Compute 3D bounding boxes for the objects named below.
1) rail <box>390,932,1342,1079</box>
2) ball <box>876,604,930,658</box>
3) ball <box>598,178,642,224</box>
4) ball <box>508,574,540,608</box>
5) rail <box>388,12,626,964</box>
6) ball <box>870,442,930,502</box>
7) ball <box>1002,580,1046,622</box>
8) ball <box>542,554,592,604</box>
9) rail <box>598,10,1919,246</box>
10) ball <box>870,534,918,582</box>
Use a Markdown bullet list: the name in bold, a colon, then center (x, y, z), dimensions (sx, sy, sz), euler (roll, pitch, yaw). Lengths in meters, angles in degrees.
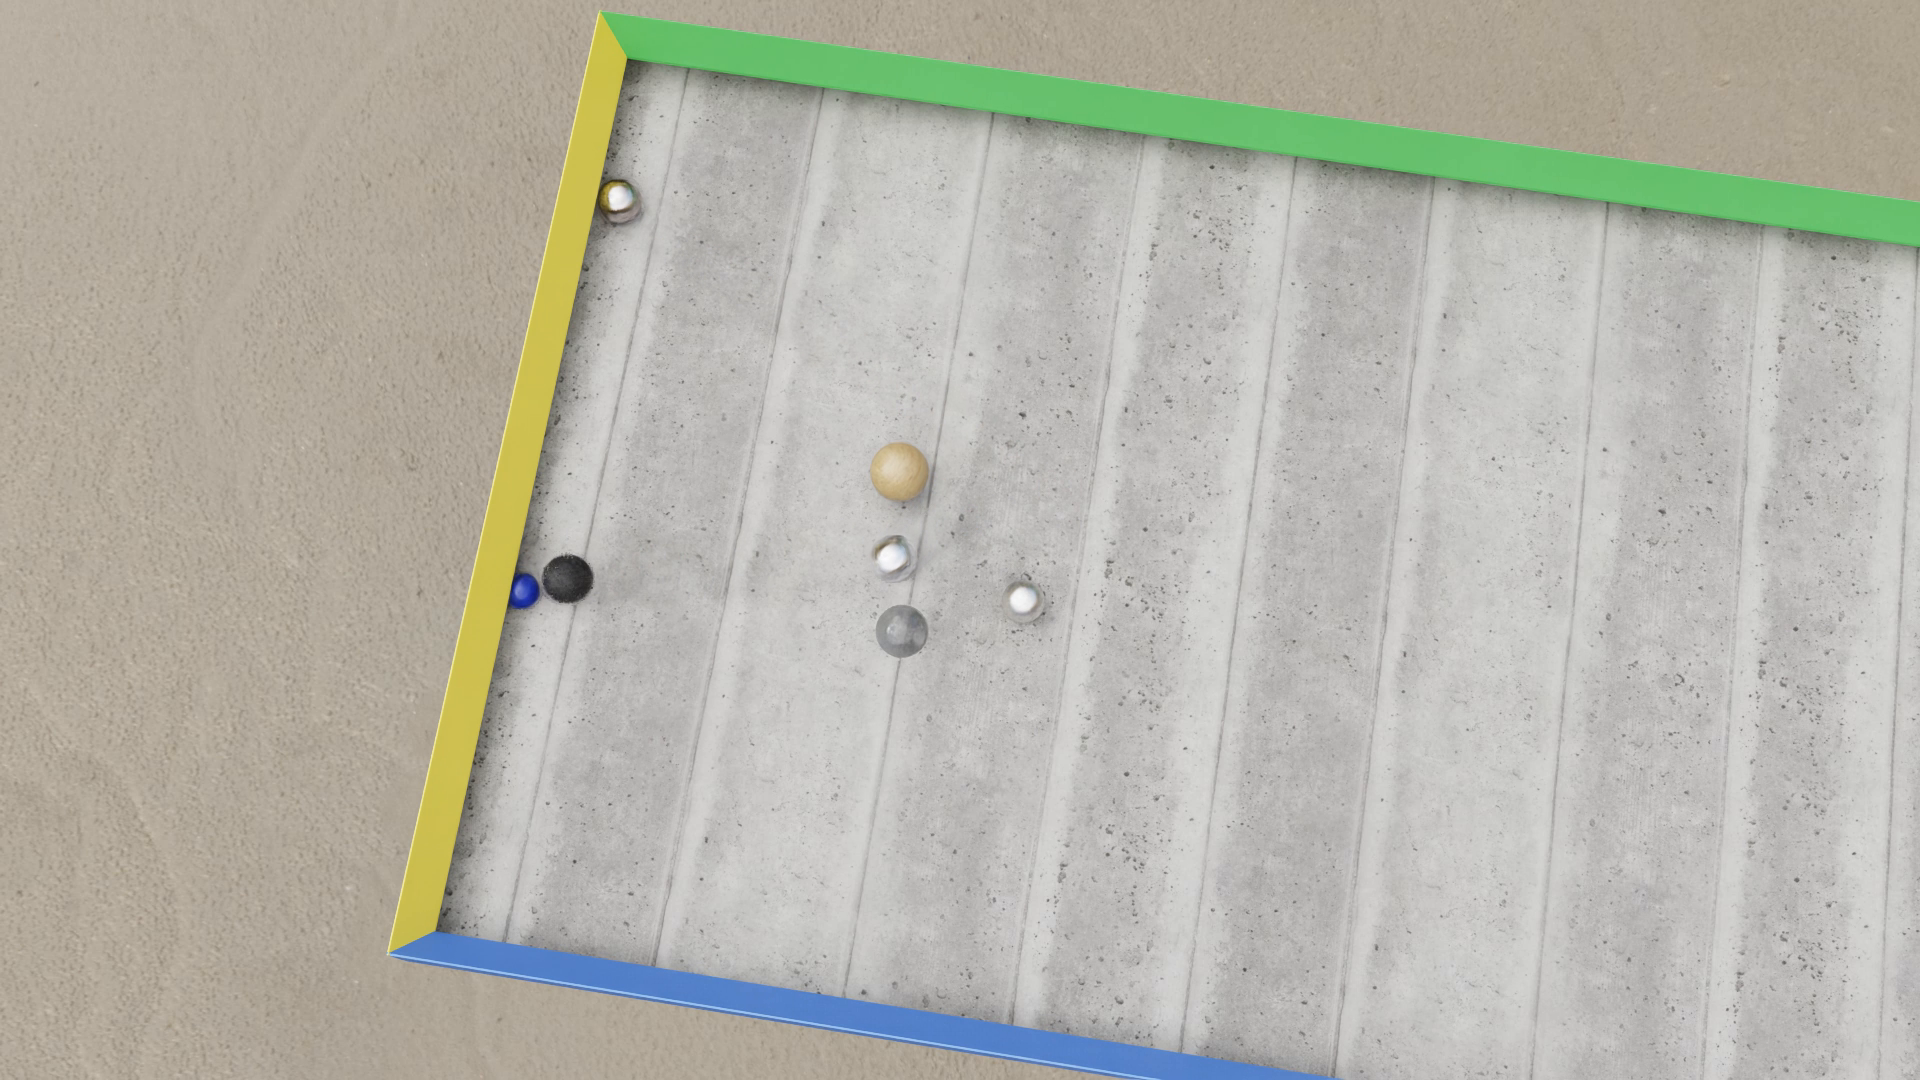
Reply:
- **rail**: center (0.578, 0.792, 3.110), dimensions (2.803, 0.118, 0.045), euler (9, 75, 2)
- **ball**: center (-0.087, 0.137, 3.308), dimensions (0.081, 0.081, 0.081), euler (0, 75, 0)
- **ball**: center (-0.540, -0.539, 3.498), dimensions (0.071, 0.071, 0.071), euler (0, 75, 0)
- **ball**: center (-0.664, 0.077, 3.339), dimensions (0.053, 0.053, 0.053), euler (0, 75, 0)
- **rail**: center (-0.669, -0.109, 3.355), dimensions (0.045, 0.118, 1.499), euler (9, 75, 2)
- **ball**: center (-0.093, -0.105, 3.369), dimensions (0.091, 0.091, 0.091), euler (0, 75, 0)
- **ball**: center (0.096, 0.093, 3.328), dimensions (0.066, 0.066, 0.066), euler (0, 75, 0)
- **ball**: center (-0.595, 0.059, 3.332), dimensions (0.076, 0.076, 0.076), euler (0, 75, 0)
- **rail**: center (0.806, -0.591, 3.486), dimensions (2.803, 0.118, 0.045), euler (9, 75, 2)
- **ball**: center (-0.101, 0.027, 3.344), dimensions (0.071, 0.071, 0.071), euler (0, 75, 0)
